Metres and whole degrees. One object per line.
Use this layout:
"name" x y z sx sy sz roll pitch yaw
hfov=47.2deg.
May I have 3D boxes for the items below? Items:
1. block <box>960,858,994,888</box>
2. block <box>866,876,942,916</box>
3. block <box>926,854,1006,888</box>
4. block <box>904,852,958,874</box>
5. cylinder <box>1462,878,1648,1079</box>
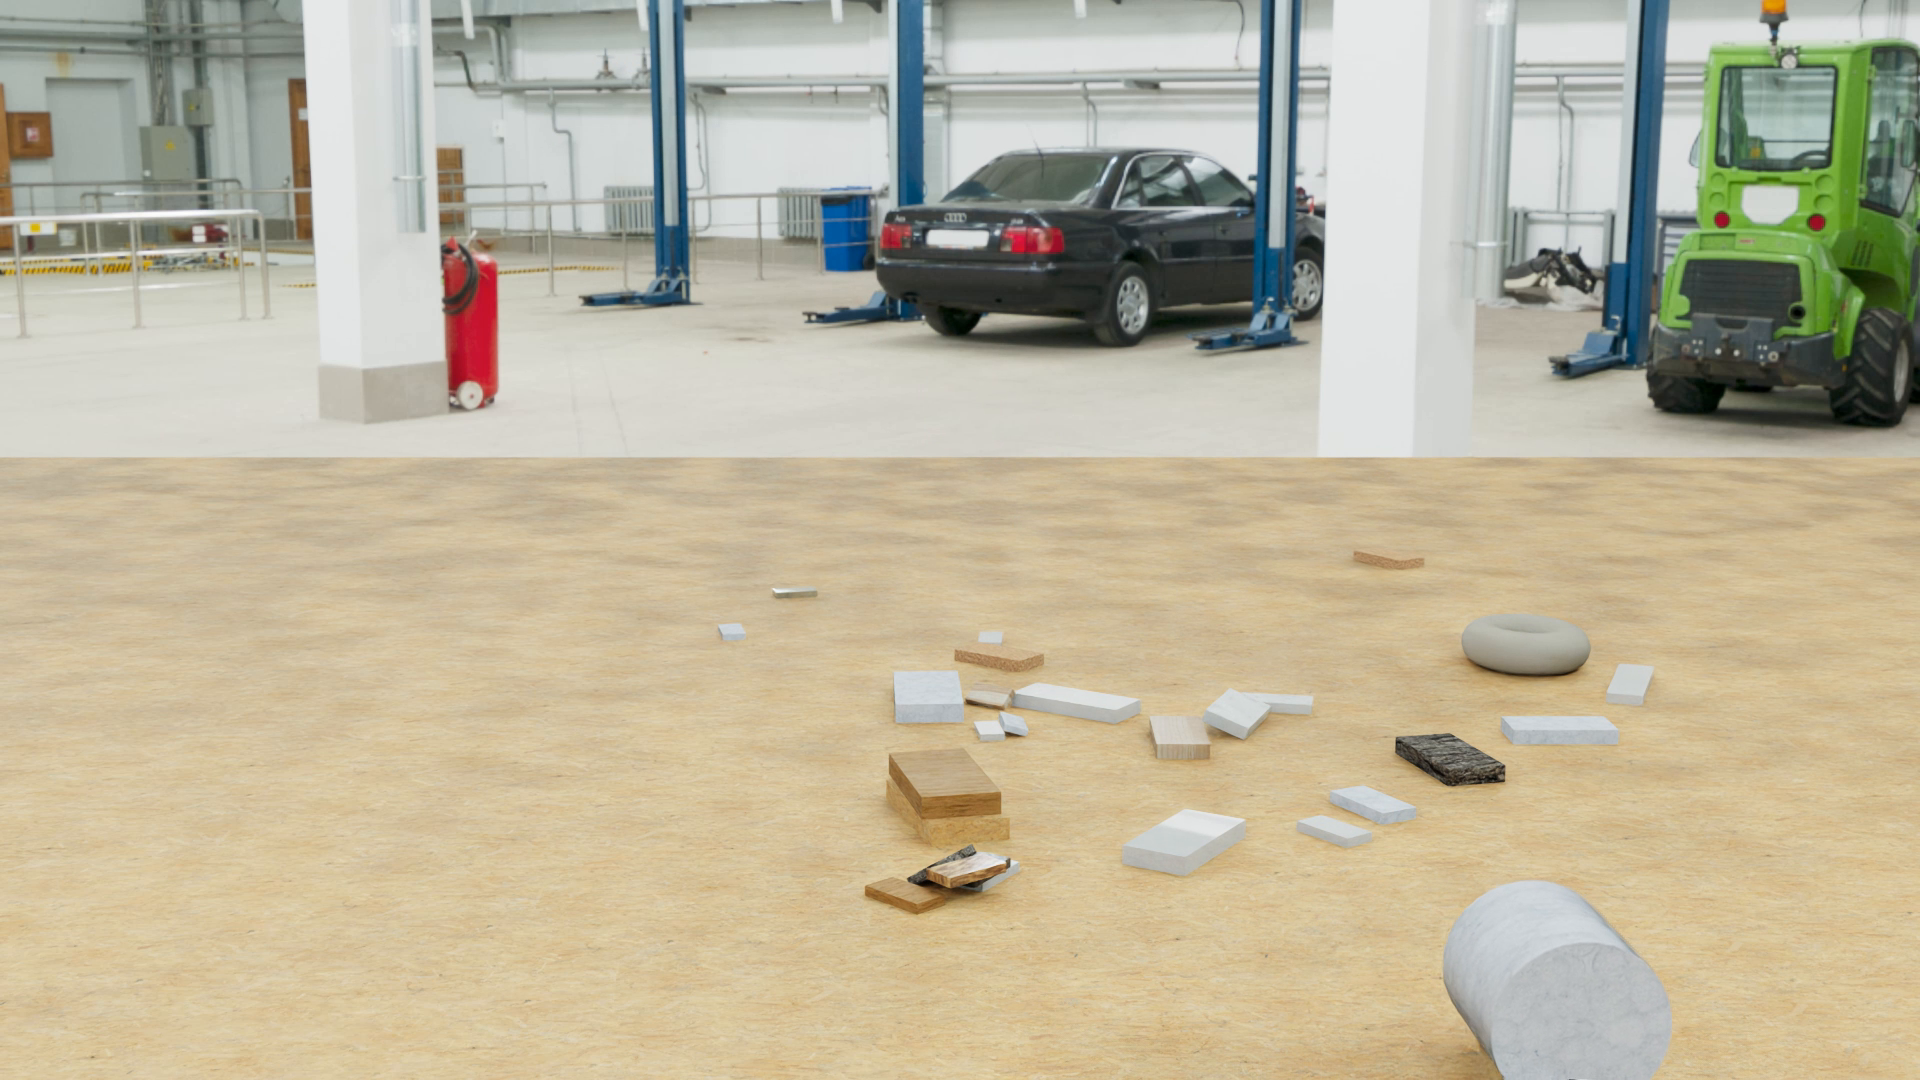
"block" 0.029 0.556 3.710 0.061 0.017 0.122 1 11 4
"block" -0.091 0.587 3.634 0.063 0.018 0.126 7 13 35
"block" 0.011 0.549 3.652 0.122 0.017 0.061 -9 14 -40
"block" -0.031 0.553 3.734 0.063 0.018 0.126 -9 14 -41
"cylinder" 0.792 0.606 2.938 0.236 0.236 0.236 -2 12 0
